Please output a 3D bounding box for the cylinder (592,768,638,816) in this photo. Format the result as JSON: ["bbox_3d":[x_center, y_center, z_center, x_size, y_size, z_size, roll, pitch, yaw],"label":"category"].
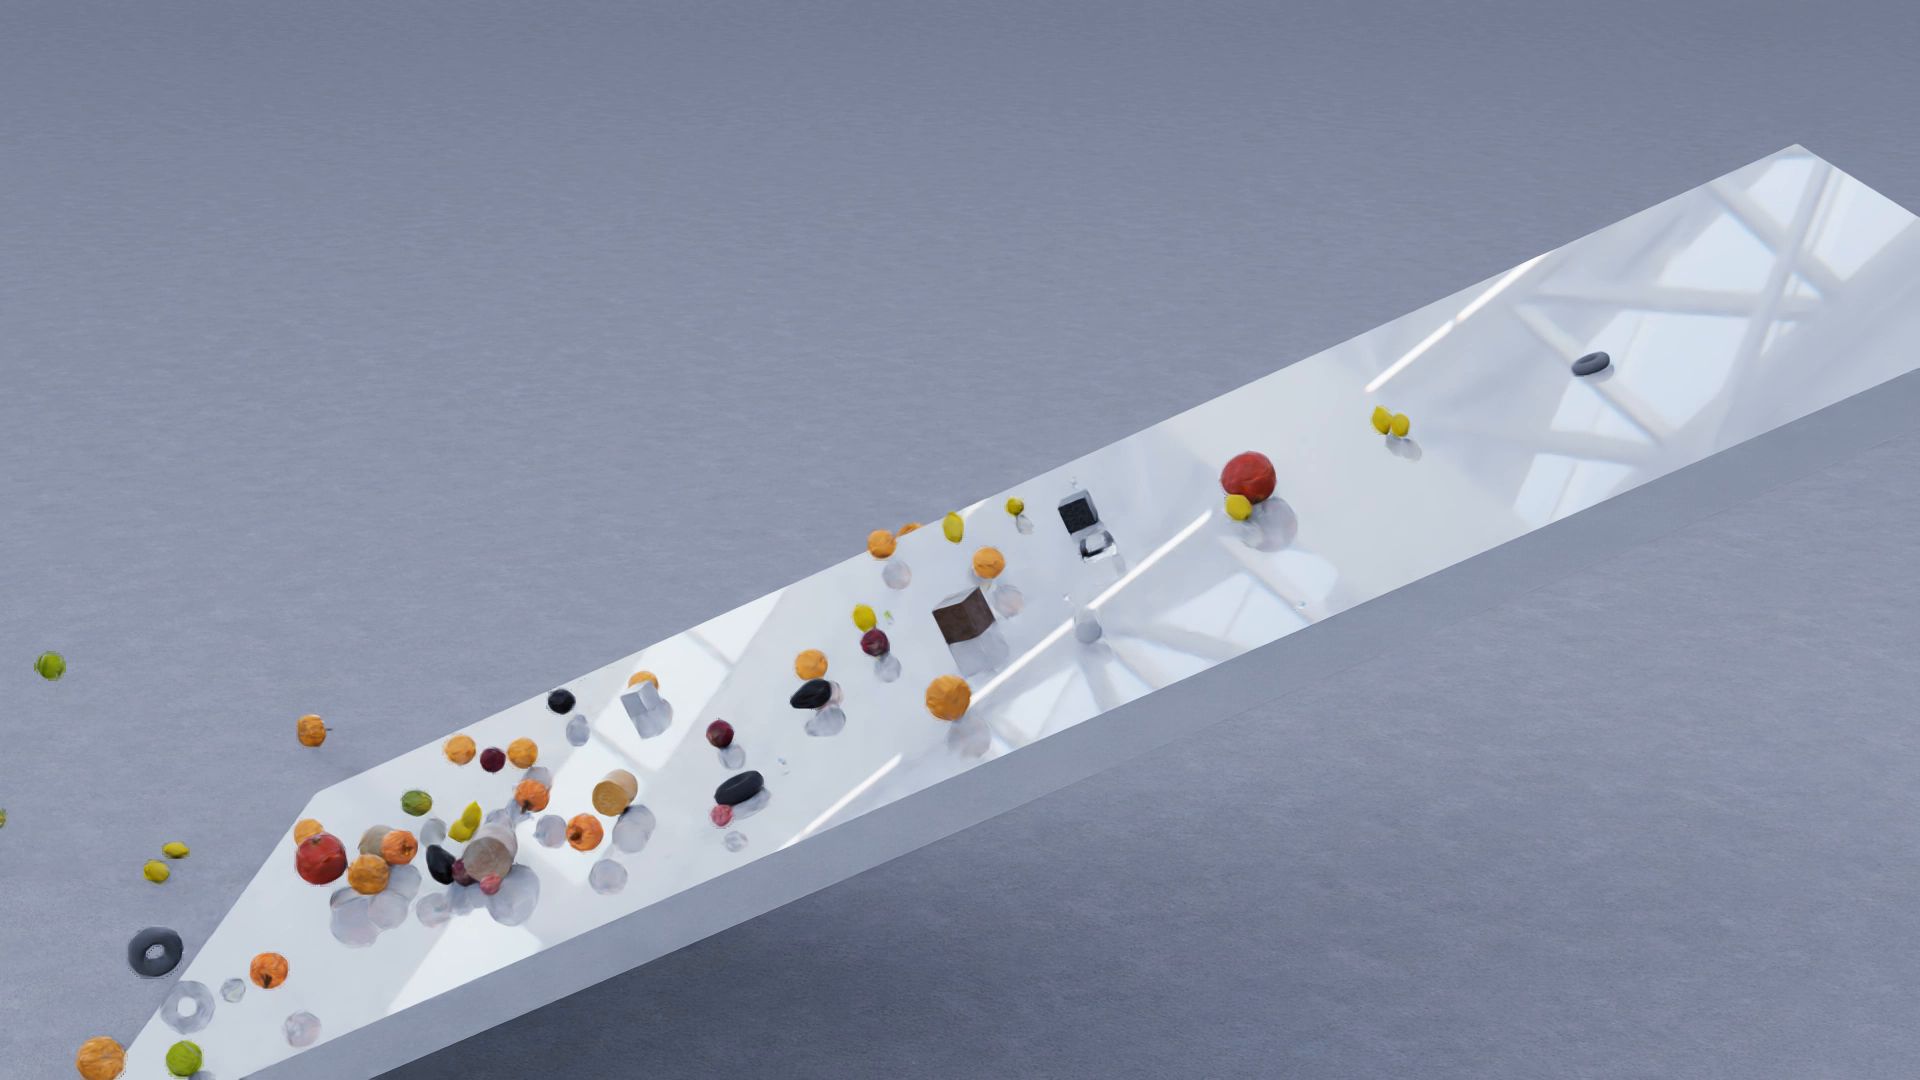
[{"bbox_3d":[-0.713,0.522,6.077,0.077,0.077,0.077,3,15,11],"label":"cylinder"}]

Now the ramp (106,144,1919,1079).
[{"bbox_3d":[0.135,0.169,6.283,4.000,0.100,2.000,-24,13,9],"label":"ramp"}]

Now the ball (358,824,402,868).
[{"bbox_3d":[-1.284,0.679,6.518,0.096,0.096,0.096,0,16,0],"label":"ball"}]

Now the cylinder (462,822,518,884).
[{"bbox_3d":[-0.965,0.641,6.047,0.099,0.099,0.099,0,14,0],"label":"cylinder"}]

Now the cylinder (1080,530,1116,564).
[{"bbox_3d":[0.292,0.015,6.241,0.057,0.057,0.057,-19,6,28],"label":"cylinder"}]

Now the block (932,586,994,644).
[{"bbox_3d":[0.007,0.158,6.164,0.081,0.081,0.081,-17,16,34],"label":"block"}]

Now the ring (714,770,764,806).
[{"bbox_3d":[-0.436,0.490,5.800,0.104,0.035,0.104,-26,12,6],"label":"ring"}]

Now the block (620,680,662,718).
[{"bbox_3d":[-0.738,0.367,6.794,0.059,0.059,0.059,-16,16,35],"label":"block"}]

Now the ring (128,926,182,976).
[{"bbox_3d":[-1.762,0.901,6.438,0.120,0.120,0.040,-8,23,-26],"label":"ring"}]

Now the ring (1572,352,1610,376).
[{"bbox_3d":[1.270,-0.355,5.919,0.078,0.026,0.078,-24,14,6],"label":"ring"}]

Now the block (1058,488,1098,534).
[{"bbox_3d":[0.265,-0.064,6.581,0.066,0.066,0.066,-22,13,14],"label":"block"}]
